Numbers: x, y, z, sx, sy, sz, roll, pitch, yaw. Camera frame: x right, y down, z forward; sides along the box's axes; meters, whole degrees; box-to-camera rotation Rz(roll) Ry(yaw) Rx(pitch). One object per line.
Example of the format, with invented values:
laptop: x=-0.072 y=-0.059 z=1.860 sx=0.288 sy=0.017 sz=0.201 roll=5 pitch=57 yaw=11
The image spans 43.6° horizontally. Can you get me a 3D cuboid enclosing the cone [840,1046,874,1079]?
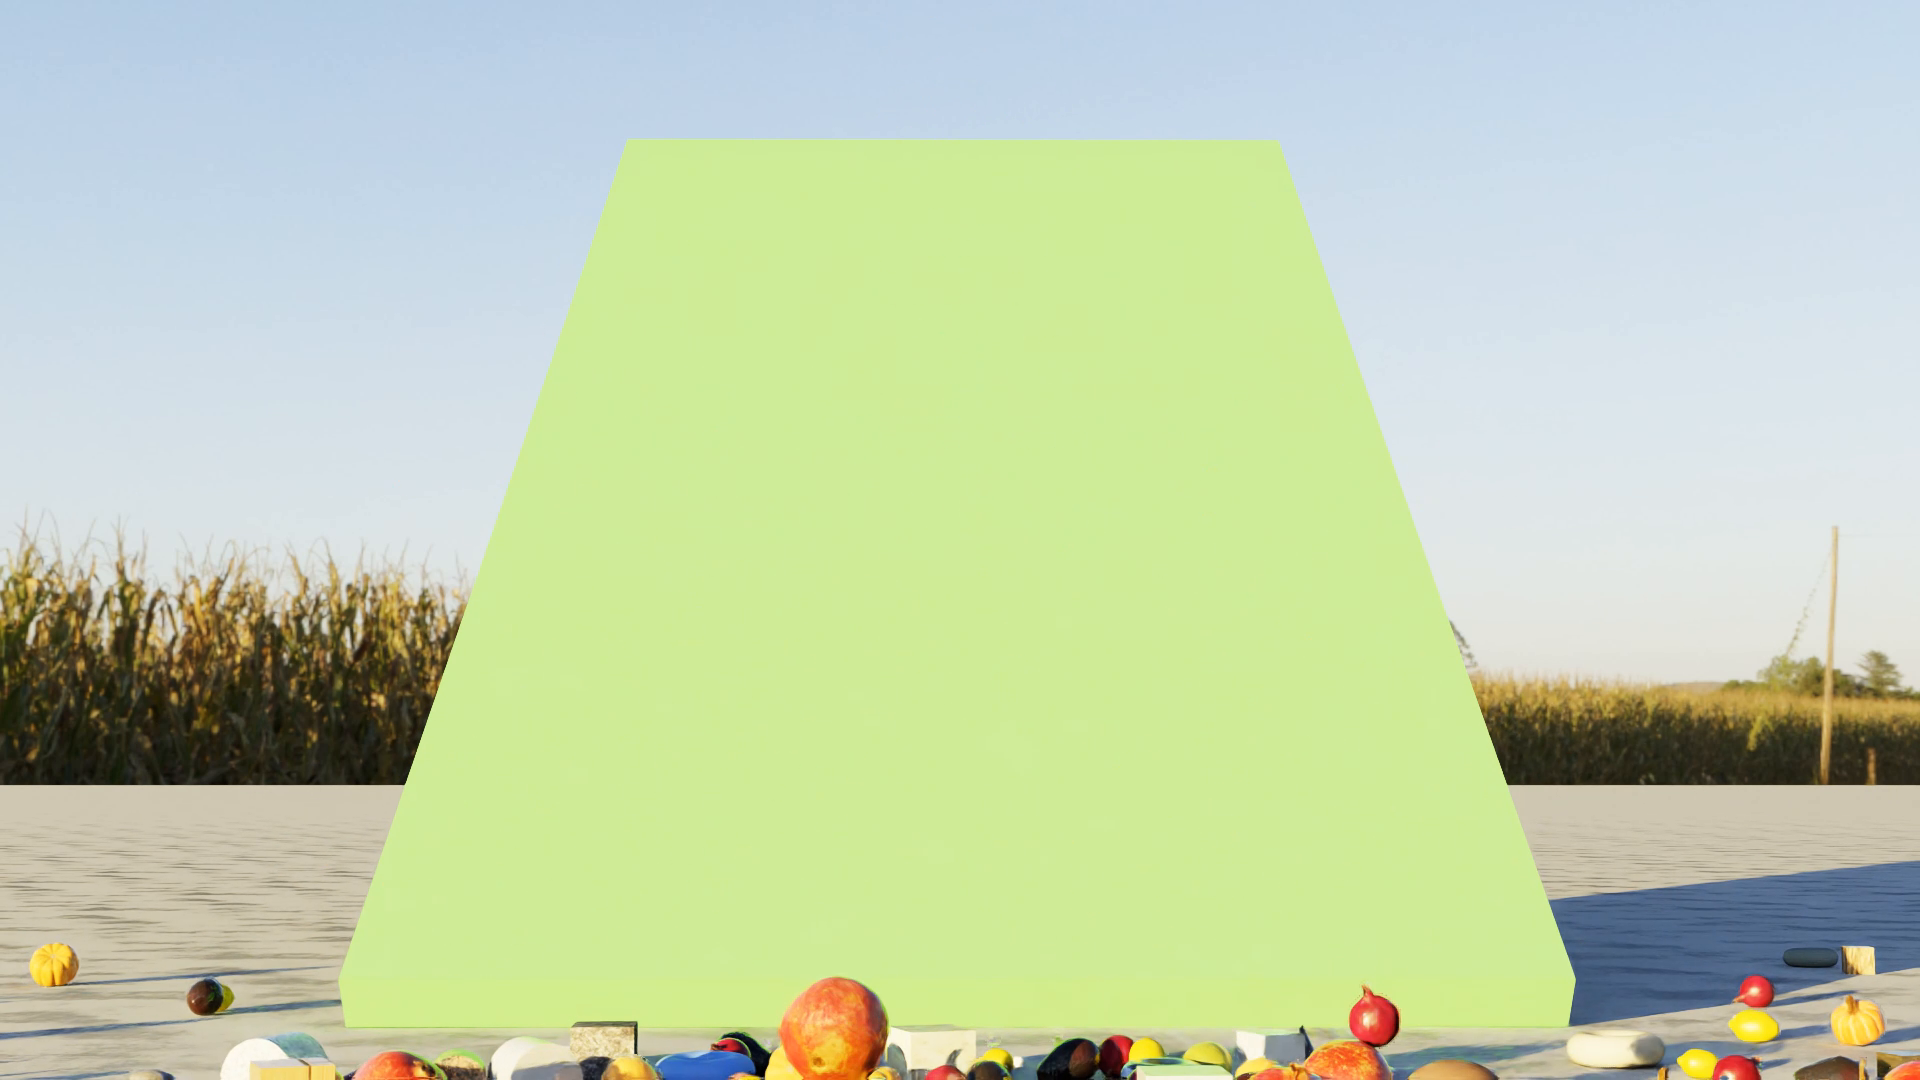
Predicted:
cone: x=-0.129 y=0.671 z=3.018 sx=0.071 sy=0.071 sz=0.071 roll=0 pitch=-6 yaw=0

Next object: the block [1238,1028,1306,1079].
block: x=0.419 y=0.696 z=3.236 sx=0.065 sy=0.065 sz=0.065 roll=3 pitch=-6 yaw=-28

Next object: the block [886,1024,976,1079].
block: x=-0.037 y=0.667 z=3.063 sx=0.088 sy=0.088 sz=0.088 roll=2 pitch=-6 yaw=-22

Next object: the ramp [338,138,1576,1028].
ramp: x=-0.012 y=-0.217 z=5.655 sx=2.000 sy=0.100 sz=4.000 roll=0 pitch=29 yaw=0

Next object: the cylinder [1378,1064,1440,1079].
cylinder: x=0.537 y=0.661 z=2.862 sx=0.060 sy=0.060 sz=0.060 roll=-22 pitch=-16 yaw=28

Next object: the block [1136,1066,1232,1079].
block: x=0.241 y=0.617 z=2.581 sx=0.092 sy=0.092 sz=0.092 roll=0 pitch=-6 yaw=-2

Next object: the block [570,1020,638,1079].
block: x=-0.469 y=0.680 z=3.166 sx=0.082 sy=0.082 sz=0.082 roll=0 pitch=-6 yaw=-4

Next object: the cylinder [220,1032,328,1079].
cylinder: x=-0.833 y=0.650 z=2.920 sx=0.094 sy=0.094 sz=0.094 roll=-1 pitch=-6 yaw=12

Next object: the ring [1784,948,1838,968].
ring: x=1.847 y=0.907 z=5.215 sx=0.114 sy=0.038 sz=0.114 roll=-1 pitch=-6 yaw=0

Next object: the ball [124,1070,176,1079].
ball: x=-0.905 y=0.632 z=2.680 sx=0.081 sy=0.081 sz=0.081 roll=0 pitch=-6 yaw=0

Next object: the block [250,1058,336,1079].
block: x=-0.762 y=0.637 z=2.735 sx=0.082 sy=0.082 sz=0.082 roll=3 pitch=-6 yaw=-24

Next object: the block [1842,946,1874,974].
block: x=1.878 y=0.879 z=5.023 sx=0.055 sy=0.055 sz=0.055 roll=-1 pitch=-6 yaw=10

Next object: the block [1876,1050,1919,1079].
block: x=1.222 y=0.689 z=3.099 sx=0.052 sy=0.052 sz=0.052 roll=1 pitch=-6 yaw=-14

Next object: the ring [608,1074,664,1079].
ring: x=-0.415 y=0.700 z=3.079 sx=0.078 sy=0.026 sz=0.078 roll=0 pitch=-7 yaw=0

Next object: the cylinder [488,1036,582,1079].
cylinder: x=-0.514 y=0.650 z=2.901 sx=0.090 sy=0.090 sz=0.090 roll=3 pitch=-6 yaw=-28

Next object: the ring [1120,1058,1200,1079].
ring: x=0.266 y=0.701 z=3.144 sx=0.111 sy=0.037 sz=0.111 roll=1 pitch=-5 yaw=0

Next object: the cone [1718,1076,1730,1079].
cone: x=0.880 y=0.672 z=2.815 sx=0.066 sy=0.066 sz=0.066 roll=-36 pitch=-25 yaw=31

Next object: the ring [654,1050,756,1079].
ring: x=-0.334 y=0.697 z=3.139 sx=0.134 sy=0.045 sz=0.134 roll=-1 pitch=-4 yaw=0

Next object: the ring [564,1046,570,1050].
ring: x=-0.546 y=0.727 z=3.366 sx=0.086 sy=0.029 sz=0.086 roll=1 pitch=-4 yaw=0

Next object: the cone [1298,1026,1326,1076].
cone: x=0.473 y=0.704 z=3.323 sx=0.067 sy=0.067 sz=0.067 roll=0 pitch=-6 yaw=0

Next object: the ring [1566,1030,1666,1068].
ring: x=0.933 y=0.724 z=3.418 sx=0.136 sy=0.045 sz=0.136 roll=-1 pitch=-6 yaw=0
